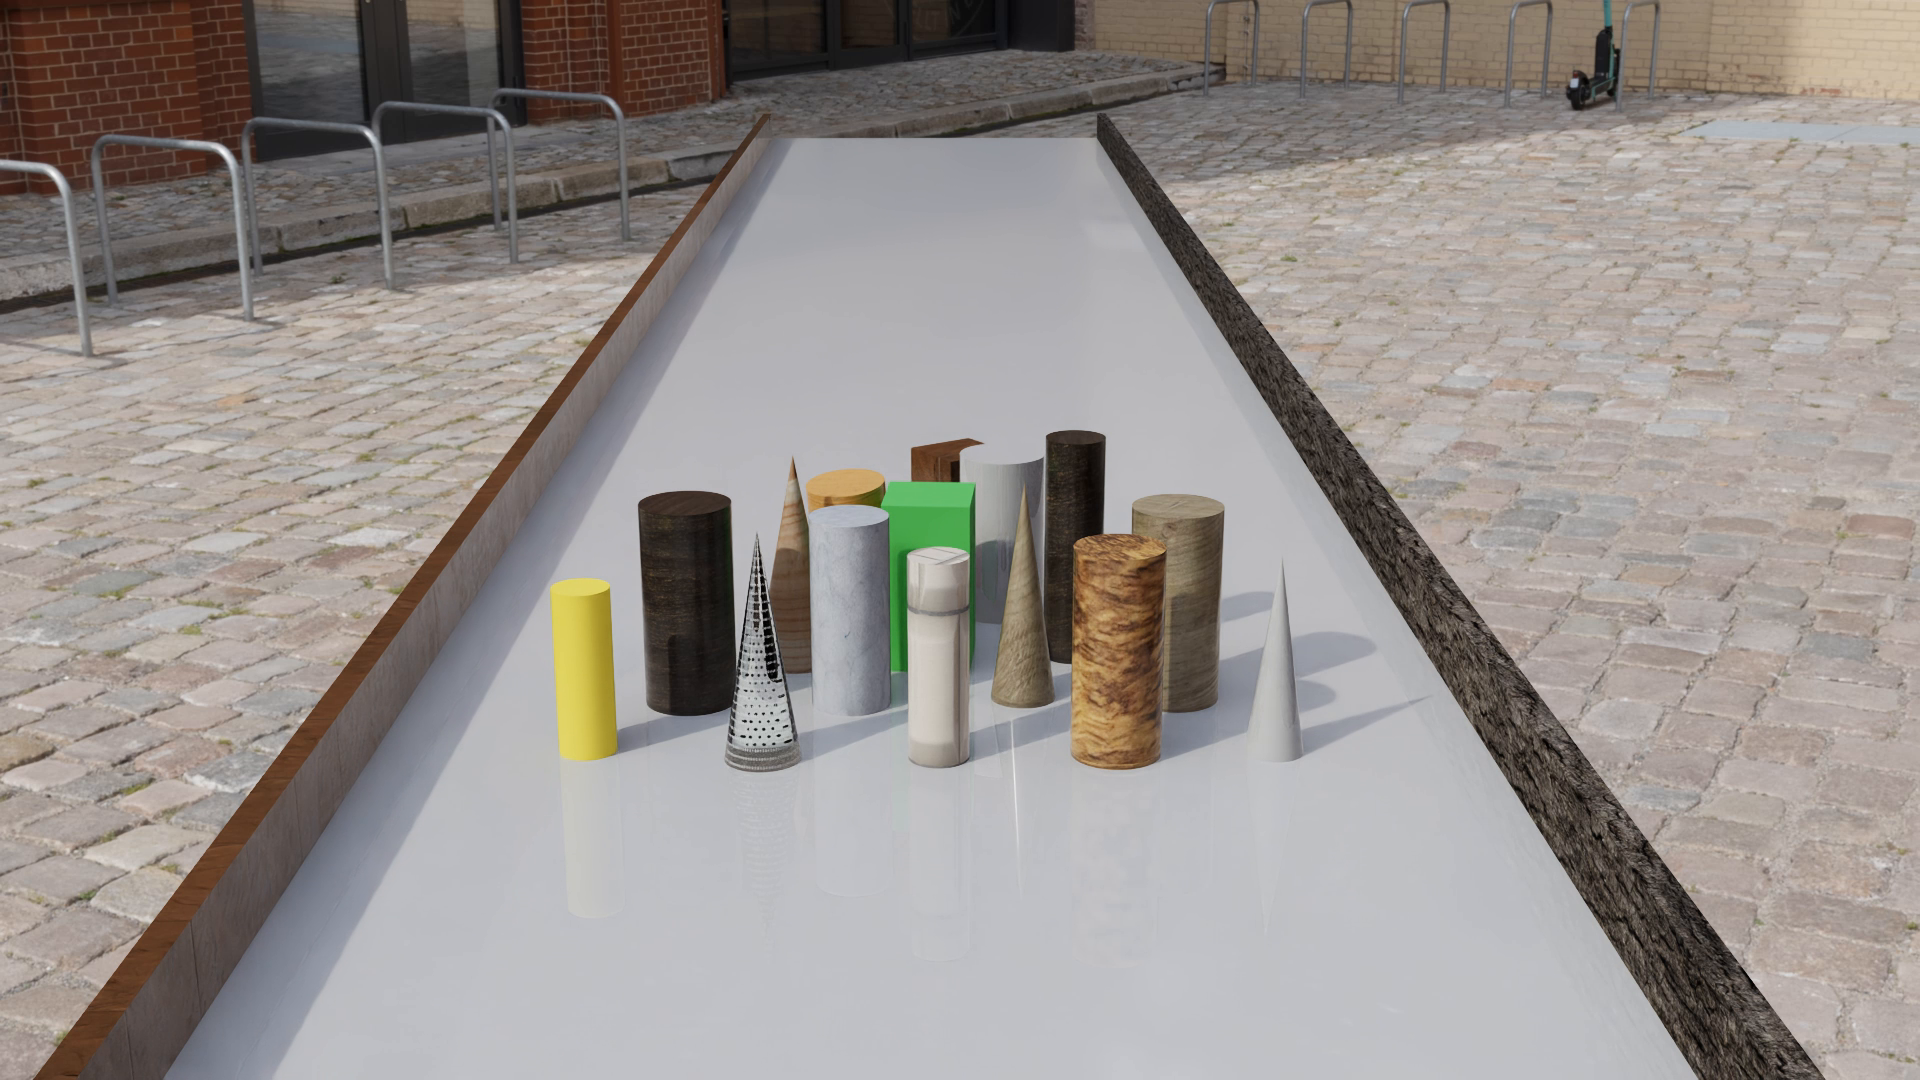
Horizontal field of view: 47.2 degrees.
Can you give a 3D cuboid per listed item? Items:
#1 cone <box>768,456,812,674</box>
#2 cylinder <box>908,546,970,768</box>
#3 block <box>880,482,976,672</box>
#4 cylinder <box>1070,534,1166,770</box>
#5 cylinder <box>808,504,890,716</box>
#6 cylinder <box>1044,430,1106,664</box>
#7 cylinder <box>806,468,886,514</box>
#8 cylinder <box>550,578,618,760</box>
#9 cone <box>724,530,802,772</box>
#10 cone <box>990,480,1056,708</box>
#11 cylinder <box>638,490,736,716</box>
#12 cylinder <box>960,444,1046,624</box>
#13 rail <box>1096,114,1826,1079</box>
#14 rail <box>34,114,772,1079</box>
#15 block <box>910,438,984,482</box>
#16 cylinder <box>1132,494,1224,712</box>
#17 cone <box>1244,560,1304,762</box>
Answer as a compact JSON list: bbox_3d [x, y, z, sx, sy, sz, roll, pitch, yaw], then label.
[{"bbox_3d":[-0.327,0.037,4.357,0.164,0.425,0.164,0,17,0],"label":"cone"},{"bbox_3d":[-0.038,0.207,3.871,0.109,0.375,0.109,0,17,0],"label":"cylinder"},{"bbox_3d":[-0.061,0.073,4.378,0.172,0.342,0.172,1,17,4],"label":"block"},{"bbox_3d":[0.279,0.197,3.889,0.162,0.386,0.162,0,17,0],"label":"cylinder"},{"bbox_3d":[-0.206,0.132,4.135,0.150,0.370,0.150,0,17,0],"label":"cylinder"},{"bbox_3d":[0.227,0.015,4.384,0.119,0.452,0.119,0,17,0],"label":"cylinder"},{"bbox_3d":[-0.219,0.035,4.505,0.161,0.327,0.161,-4,22,2],"label":"cylinder"},{"bbox_3d":[-0.669,0.230,3.913,0.104,0.308,0.104,0,17,0],"label":"cylinder"},{"bbox_3d":[-0.351,0.185,3.862,0.139,0.423,0.139,0,17,0],"label":"cone"},{"bbox_3d":[0.121,0.094,4.154,0.124,0.432,0.124,0,17,0],"label":"cone"},{"bbox_3d":[-0.512,0.118,4.144,0.173,0.391,0.173,0,17,0],"label":"cylinder"},{"bbox_3d":[0.089,-0.015,4.666,0.180,0.348,0.180,0,17,0],"label":"cylinder"},{"bbox_3d":[0.932,-0.844,7.801,0.050,0.150,12.000,0,17,-1],"label":"rail"},{"bbox_3d":[-1.118,-0.838,7.780,0.050,0.150,12.000,0,17,-1],"label":"rail"},{"bbox_3d":[0.000,-0.051,4.857,0.155,0.307,0.155,-11,20,-33],"label":"block"},{"bbox_3d":[0.408,0.119,4.162,0.173,0.380,0.173,0,17,0],"label":"cylinder"},{"bbox_3d":[0.563,0.202,3.898,0.106,0.370,0.106,0,17,0],"label":"cone"}]
